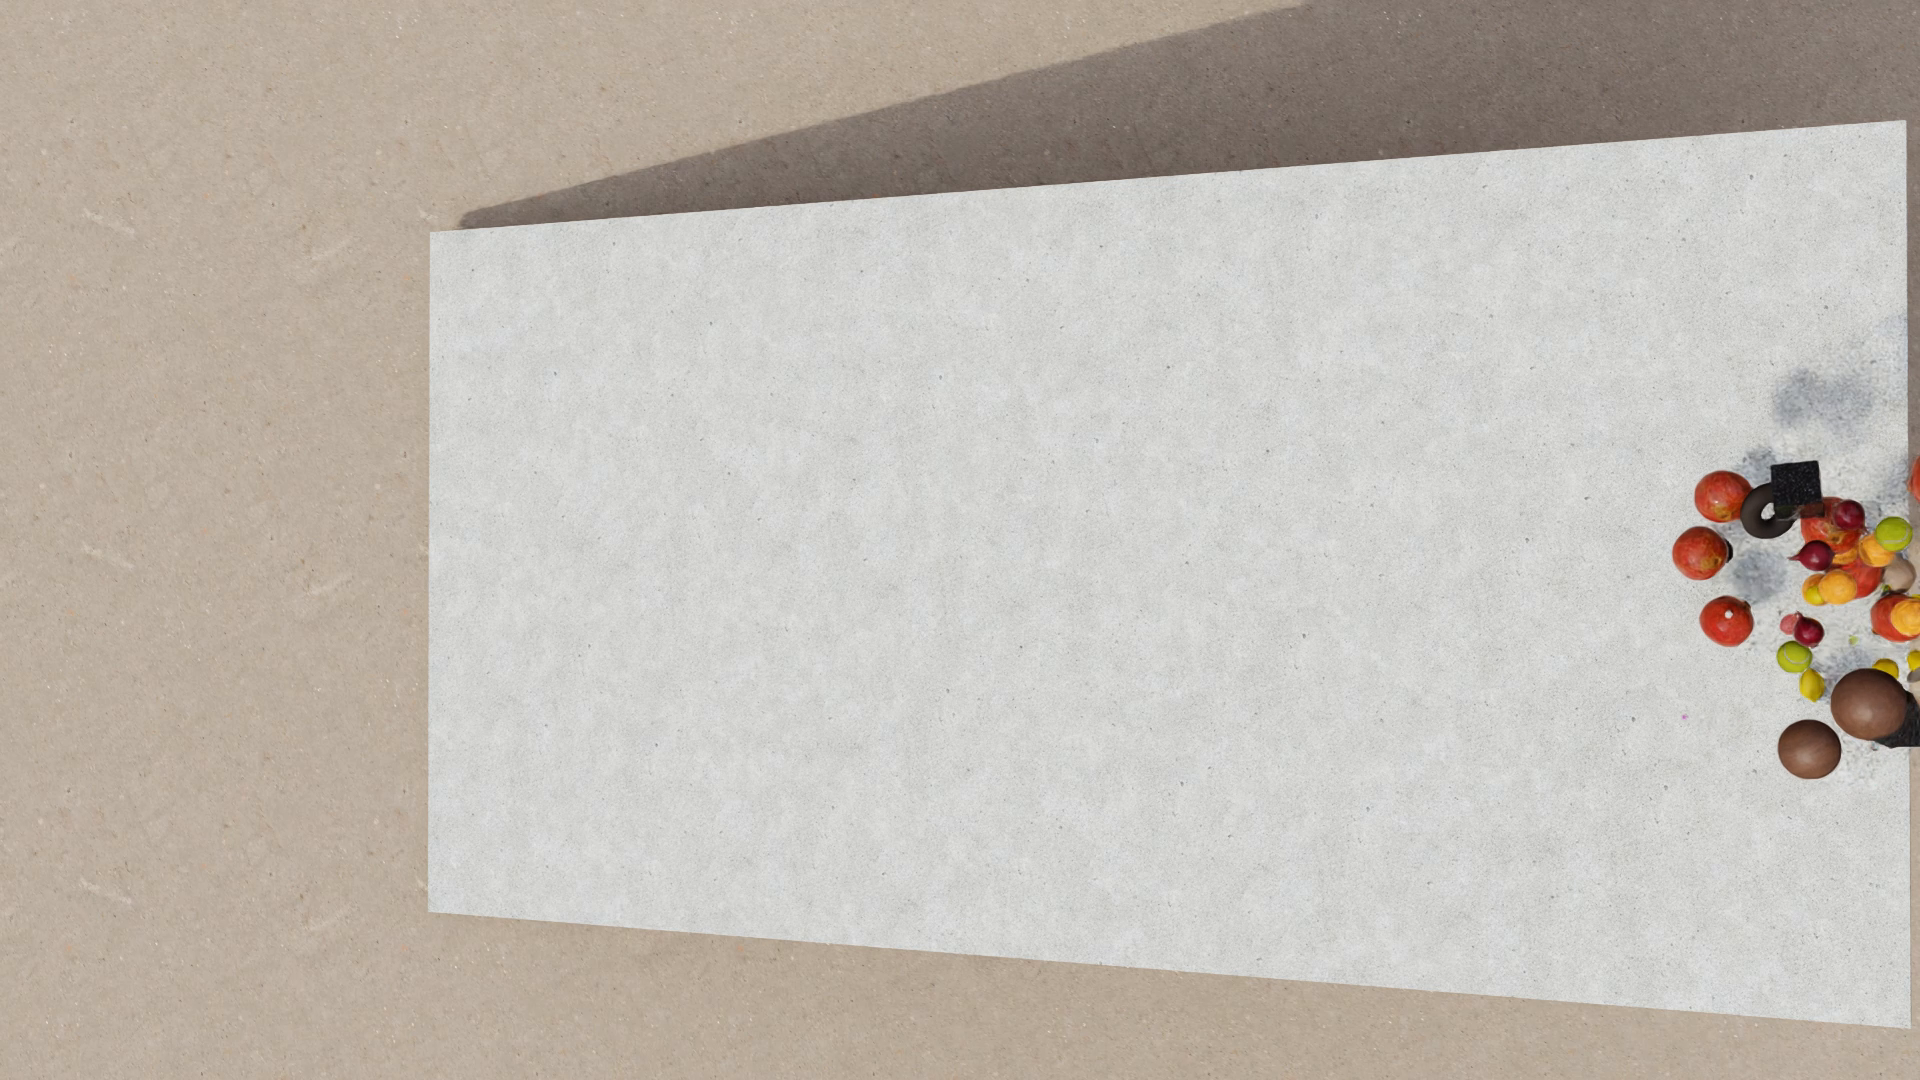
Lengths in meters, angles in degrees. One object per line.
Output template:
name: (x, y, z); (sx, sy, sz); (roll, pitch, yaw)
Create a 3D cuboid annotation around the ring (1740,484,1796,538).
ring: (1.689, -0.061, 4.589); (0.125, 0.042, 0.125); (-4, 112, -10)

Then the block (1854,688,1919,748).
block: (1.833, 0.348, 4.319); (0.091, 0.091, 0.091); (-1, 104, -23)

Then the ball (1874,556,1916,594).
ball: (2.048, 0.078, 4.813); (0.083, 0.083, 0.083); (0, 89, 0)

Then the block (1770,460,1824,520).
block: (1.620, -0.095, 4.253); (0.086, 0.086, 0.086); (-6, 70, 24)

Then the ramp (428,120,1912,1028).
ramp: (0.283, 0.083, 5.703); (4.000, 0.100, 2.000); (0, 89, 24)
